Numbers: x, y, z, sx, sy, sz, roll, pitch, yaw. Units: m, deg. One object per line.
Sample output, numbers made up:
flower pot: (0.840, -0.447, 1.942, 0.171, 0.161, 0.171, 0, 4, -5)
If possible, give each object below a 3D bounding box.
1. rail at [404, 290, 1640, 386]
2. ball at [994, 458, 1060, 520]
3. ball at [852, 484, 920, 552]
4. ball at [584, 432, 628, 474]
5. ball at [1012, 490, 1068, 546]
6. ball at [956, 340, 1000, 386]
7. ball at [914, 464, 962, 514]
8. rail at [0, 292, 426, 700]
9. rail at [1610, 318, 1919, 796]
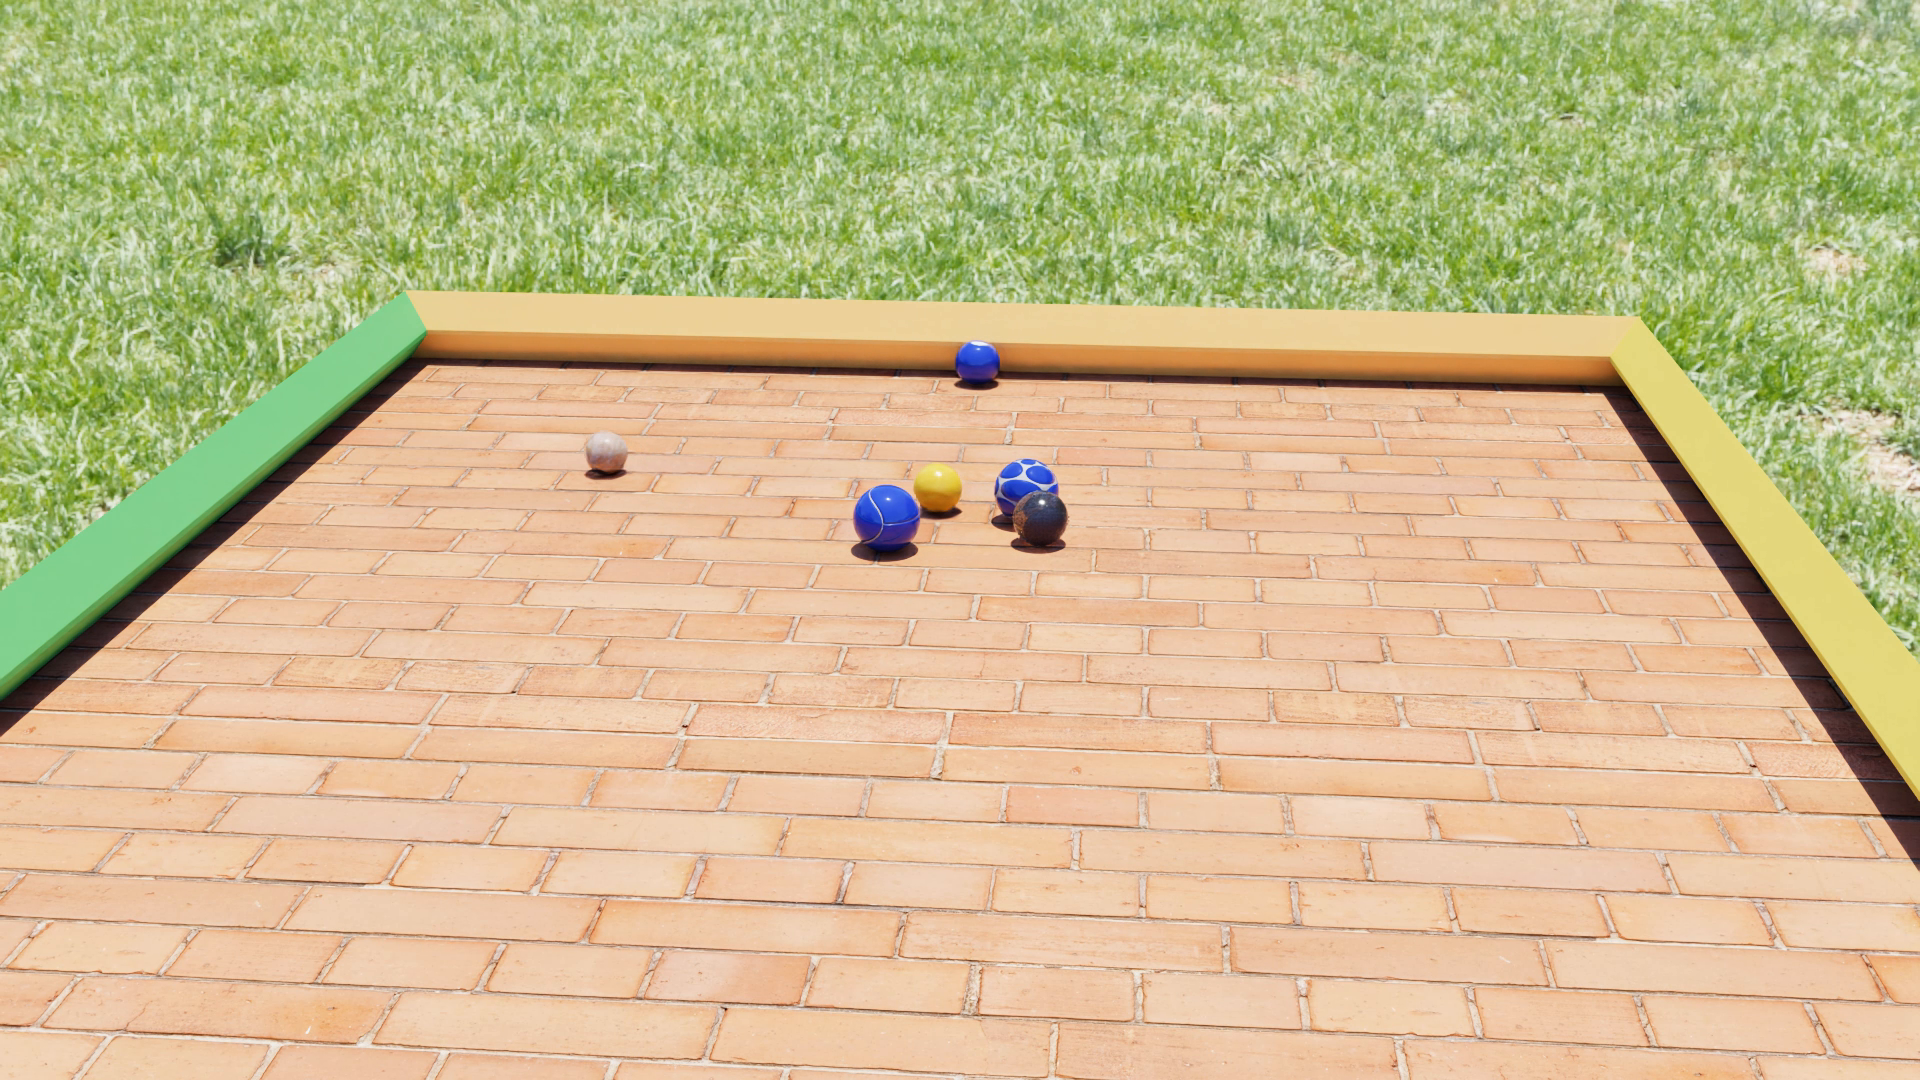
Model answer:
rail: (0.069, -0.292, 3.234, 1.823, 0.103, 0.045, 2, 20, 5)
ball: (0.080, -0.058, 2.639, 0.079, 0.079, 0.079, 0, 20, 0)
ball: (-0.085, -0.025, 2.548, 0.079, 0.079, 0.079, 0, 20, 0)
ball: (-0.453, -0.111, 2.816, 0.055, 0.055, 0.055, 0, 20, 0)
ball: (0.094, -0.026, 2.569, 0.065, 0.065, 0.065, 0, 20, 0)
ball: (0.026, -0.258, 3.196, 0.066, 0.066, 0.066, 0, 20, 0)
ball: (-0.026, -0.063, 2.677, 0.060, 0.060, 0.060, 0, 20, 0)
rail: (-0.955, 0.241, 1.793, 0.045, 0.103, 3.285, 2, 20, 5)
rail: (0.814, 0.294, 1.650, 0.045, 0.103, 3.285, 2, 20, 5)
